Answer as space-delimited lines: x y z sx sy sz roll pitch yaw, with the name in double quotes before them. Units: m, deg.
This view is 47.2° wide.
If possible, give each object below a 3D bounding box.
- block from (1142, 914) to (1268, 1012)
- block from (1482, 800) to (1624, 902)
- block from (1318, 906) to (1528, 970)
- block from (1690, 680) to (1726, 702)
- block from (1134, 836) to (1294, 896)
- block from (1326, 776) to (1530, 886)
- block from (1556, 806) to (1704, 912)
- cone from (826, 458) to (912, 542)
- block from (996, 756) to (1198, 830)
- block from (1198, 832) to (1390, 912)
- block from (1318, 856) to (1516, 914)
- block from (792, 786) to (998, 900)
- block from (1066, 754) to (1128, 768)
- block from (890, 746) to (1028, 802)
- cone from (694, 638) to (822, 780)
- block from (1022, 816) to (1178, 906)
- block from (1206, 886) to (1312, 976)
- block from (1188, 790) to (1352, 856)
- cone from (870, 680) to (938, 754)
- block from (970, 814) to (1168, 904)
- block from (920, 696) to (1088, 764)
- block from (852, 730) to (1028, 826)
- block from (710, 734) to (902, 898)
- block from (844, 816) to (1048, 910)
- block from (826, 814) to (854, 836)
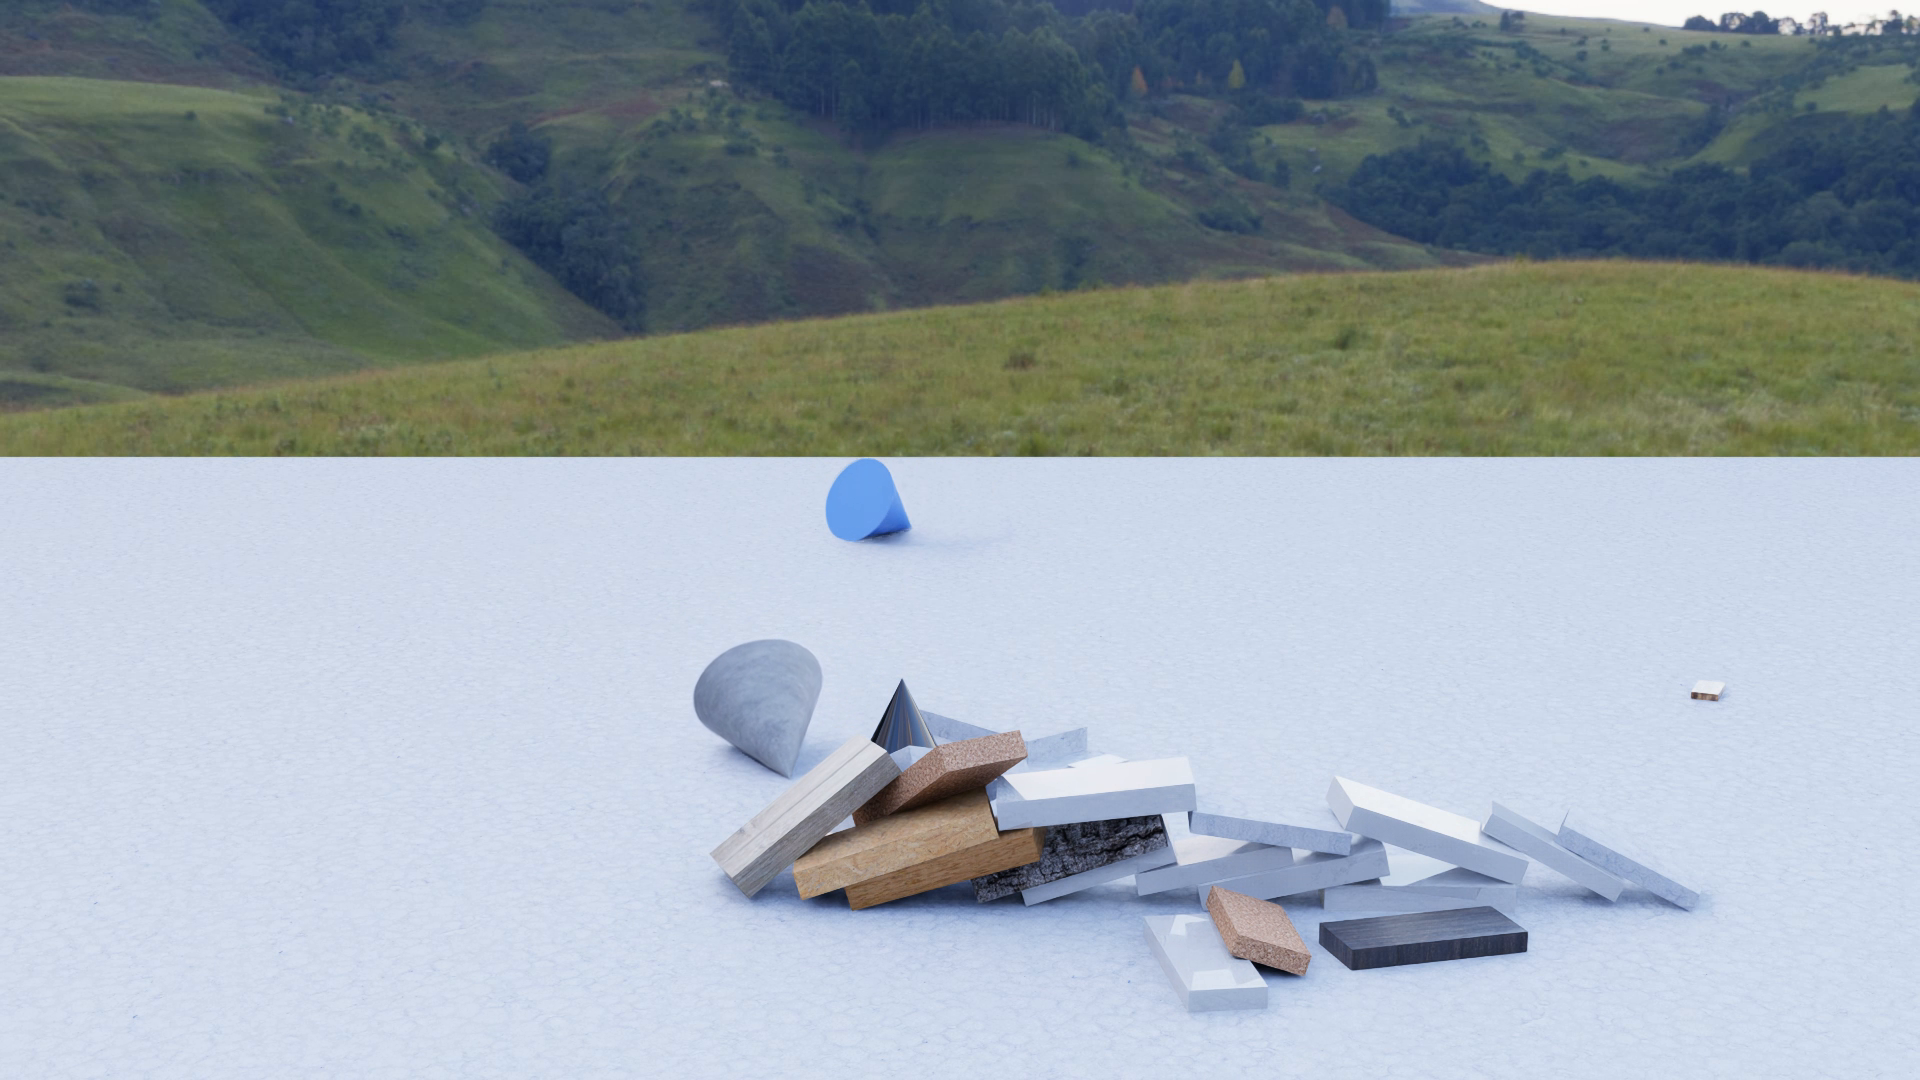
"block" 0.368 0.636 3.328 0.117 0.033 0.308 -1 11 -7
"block" 0.987 0.517 3.666 0.238 0.034 0.119 28 10 10
"block" 0.720 0.619 3.423 0.296 0.034 0.119 -3 11 -15
"block" 1.690 0.341 4.967 0.058 0.016 0.116 5 12 26
"block" 0.416 0.526 3.645 0.258 0.037 0.129 -12 10 4
"block" 0.770 0.479 3.639 0.309 0.044 0.154 18 11 -6
"block" 1.116 0.528 3.664 0.239 0.034 0.119 27 18 15
"cone" -0.234 -0.082 6.951 0.272 0.272 0.272 9 -13 41
"block" 0.223 0.418 3.637 0.322 0.046 0.161 -6 10 2
"block" 0.545 0.539 3.644 0.309 0.044 0.154 -12 10 5
"block" 0.752 0.570 3.655 0.309 0.044 0.154 0 11 3
"block" -0.107 0.500 3.650 0.336 0.048 0.168 -18 8 0
"block" 0.275 0.450 4.376 0.116 0.016 0.058 -9 14 -41
"block" -0.040 0.431 3.934 0.164 0.047 0.344 -27 -24 31
"cone" -0.374 0.389 4.415 0.272 0.272 0.272 -4 38 -19
"block" 0.228 0.534 3.657 0.258 0.037 0.129 -17 9 5
"block" 0.459 0.602 3.401 0.117 0.033 0.235 17 8 -6
"block" 0.506 0.463 3.612 0.258 0.037 0.129 8 10 3
"cone" -0.108 0.377 4.149 0.243 0.243 0.243 0 11 0
"block" 0.179 0.508 3.645 0.322 0.046 0.161 -18 9 5
"block" 0.088 0.394 4.594 0.168 0.048 0.336 -9 14 -41
"block" -0.038 0.416 3.740 0.164 0.047 0.329 -7 -21 -34
"block" -0.262 0.462 3.717 0.329 0.047 0.164 -39 17 -12
"block" -0.022 0.524 3.637 0.322 0.046 0.161 -16 8 9
"block" -0.163 0.523 3.901 0.336 0.048 0.168 1 11 5
